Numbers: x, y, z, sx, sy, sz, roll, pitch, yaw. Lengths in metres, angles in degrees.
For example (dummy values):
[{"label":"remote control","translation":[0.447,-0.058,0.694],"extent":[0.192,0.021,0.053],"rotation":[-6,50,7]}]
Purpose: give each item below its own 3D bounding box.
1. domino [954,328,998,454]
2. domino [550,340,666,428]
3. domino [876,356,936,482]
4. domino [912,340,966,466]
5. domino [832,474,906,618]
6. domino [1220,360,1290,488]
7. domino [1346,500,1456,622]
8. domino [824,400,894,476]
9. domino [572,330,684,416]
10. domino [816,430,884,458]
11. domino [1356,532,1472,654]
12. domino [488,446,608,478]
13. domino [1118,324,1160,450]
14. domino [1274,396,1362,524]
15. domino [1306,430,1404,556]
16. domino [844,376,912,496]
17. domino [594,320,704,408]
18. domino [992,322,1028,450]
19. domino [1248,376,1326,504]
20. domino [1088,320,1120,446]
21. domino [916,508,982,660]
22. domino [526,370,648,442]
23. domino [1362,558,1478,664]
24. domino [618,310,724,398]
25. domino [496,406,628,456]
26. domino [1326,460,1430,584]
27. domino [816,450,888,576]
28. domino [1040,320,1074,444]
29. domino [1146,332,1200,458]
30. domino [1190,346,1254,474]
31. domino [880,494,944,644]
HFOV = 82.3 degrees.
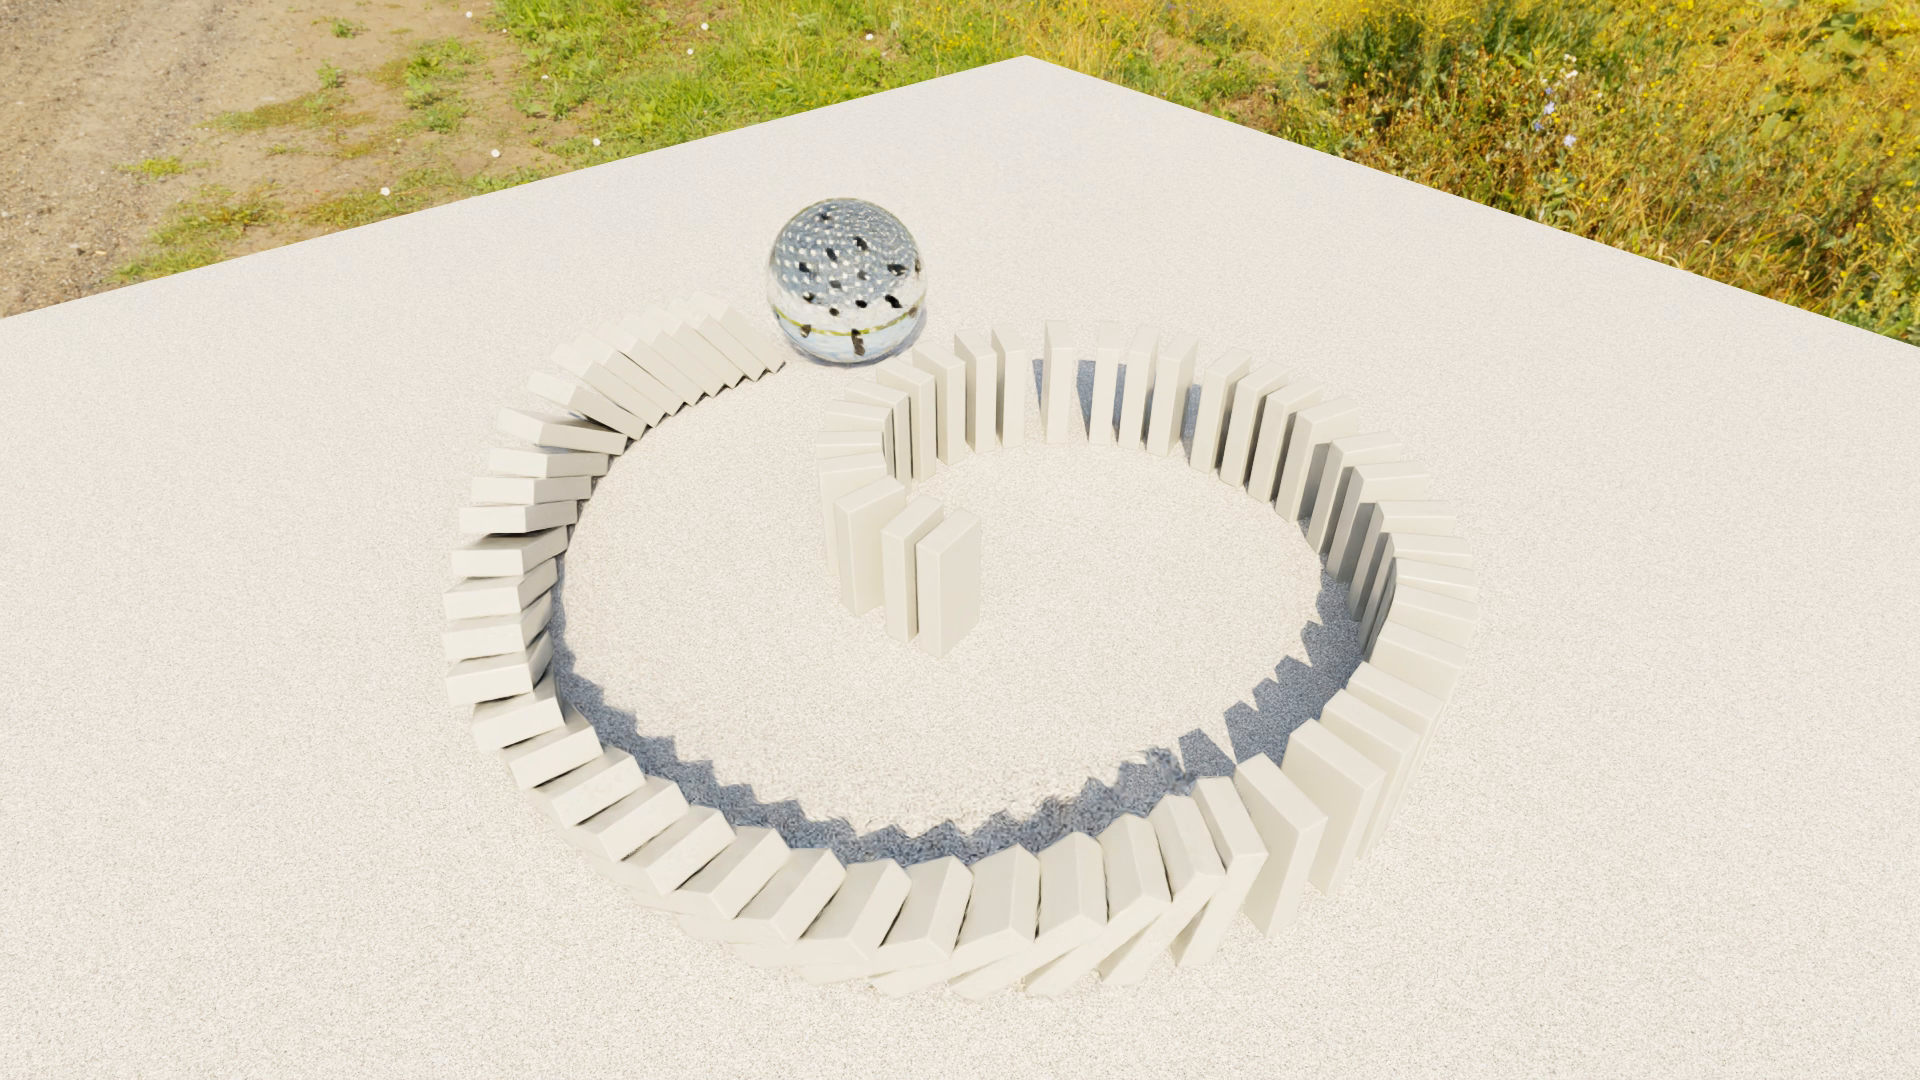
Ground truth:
[{"label":"domino","translation":[0.007,-0.066,0.492],"extent":[0.009,0.050,0.025],"rotation":[-15,42,-18]},{"label":"domino","translation":[-0.160,-0.070,0.501],"extent":[0.025,0.050,0.010],"rotation":[30,84,31]},{"label":"domino","translation":[-0.023,-0.052,0.474],"extent":[0.025,0.050,0.009],"rotation":[28,47,30]},{"label":"domino","translation":[-0.009,-0.060,0.485],"extent":[0.009,0.050,0.025],"rotation":[-27,46,-29]},{"label":"domino","translation":[-0.032,0.003,0.408],"extent":[0.025,0.050,0.009],"rotation":[-27,47,-29]},{"label":"domino","translation":[0.126,-0.049,0.472],"extent":[0.025,0.050,0.010],"rotation":[-32,49,-33]},{"label":"domino","translation":[0.160,0.008,0.401],"extent":[0.025,0.050,0.009],"rotation":[0,39,0]},{"label":"domino","translation":[-0.040,-0.032,0.451],"extent":[0.025,0.050,0.009],"rotation":[10,40,11]},{"label":"domino","translation":[-0.153,-0.077,0.508],"extent":[0.025,0.050,0.010],"rotation":[30,84,32]},{"label":"domino","translation":[-0.042,-0.020,0.436],"extent":[0.025,0.050,0.010],"rotation":[-1,39,-2]},{"label":"domino","translation":[0.159,0.020,0.386],"extent":[0.025,0.050,0.009],"rotation":[5,40,6]},{"label":"domino","translation":[-0.172,-0.033,0.463],"extent":[0.025,0.009,0.050],"rotation":[8,6,9]},{"label":"domino","translation":[0.081,-0.068,0.495],"extent":[0.009,0.050,0.025],"rotation":[12,41,14]},{"label":"domino","translation":[0.146,-0.032,0.451],"extent":[0.025,0.050,0.009],"rotation":[-19,43,-22]},{"label":"domino","translation":[0.155,-0.018,0.434],"extent":[0.025,0.050,0.009],"rotation":[-9,40,-11]},{"label":"domino","translation":[-0.034,-0.042,0.462],"extent":[0.025,0.050,0.010],"rotation":[20,43,23]},{"label":"domino","translation":[-0.145,-0.082,0.515],"extent":[0.025,0.050,0.009],"rotation":[30,83,32]},{"label":"domino","translation":[0.021,-0.069,0.496],"extent":[0.010,0.050,0.025],"rotation":[-8,40,-10]},{"label":"domino","translation":[0.137,-0.042,0.462],"extent":[0.025,0.050,0.009],"rotation":[-26,46,-28]},{"label":"domino","translation":[0.065,-0.071,0.498],"extent":[0.010,0.050,0.025],"rotation":[5,40,6]},{"label":"domino","translation":[-0.004,0.016,0.392],"extent":[0.010,0.050,0.025],"rotation":[24,45,27]},{"label":"domino","translation":[-0.165,-0.059,0.489],"extent":[0.025,0.050,0.009],"rotation":[21,85,23]},{"label":"domino","translation":[0.156,0.030,0.375],"extent":[0.025,0.050,0.009],"rotation":[10,40,12]},{"label":"domino","translation":[-0.136,-0.087,0.521],"extent":[0.025,0.050,0.009],"rotation":[30,83,32]},{"label":"domino","translation":[-0.172,-0.047,0.479],"extent":[0.025,0.010,0.050],"rotation":[20,7,24]},{"label":"domino","translation":[0.159,-0.006,0.419],"extent":[0.025,0.050,0.009],"rotation":[-5,40,-6]},{"label":"domino","translation":[-0.040,-0.010,0.423],"extent":[0.025,0.050,0.009],"rotation":[-8,40,-10]},{"label":"domino","translation":[0.044,-0.071,0.498],"extent":[0.009,0.050,0.025],"rotation":[-2,39,-2]},{"label":"domino","translation":[0.095,-0.064,0.490],"extent":[0.010,0.050,0.025],"rotation":[19,43,22]},{"label":"domino","translation":[0.114,-0.056,0.480],"extent":[0.009,0.050,0.025],"rotation":[27,46,29]},{"label":"domino","translation":[-0.017,0.011,0.398],"extent":[0.009,0.050,0.025],"rotation":[22,44,25]}]
